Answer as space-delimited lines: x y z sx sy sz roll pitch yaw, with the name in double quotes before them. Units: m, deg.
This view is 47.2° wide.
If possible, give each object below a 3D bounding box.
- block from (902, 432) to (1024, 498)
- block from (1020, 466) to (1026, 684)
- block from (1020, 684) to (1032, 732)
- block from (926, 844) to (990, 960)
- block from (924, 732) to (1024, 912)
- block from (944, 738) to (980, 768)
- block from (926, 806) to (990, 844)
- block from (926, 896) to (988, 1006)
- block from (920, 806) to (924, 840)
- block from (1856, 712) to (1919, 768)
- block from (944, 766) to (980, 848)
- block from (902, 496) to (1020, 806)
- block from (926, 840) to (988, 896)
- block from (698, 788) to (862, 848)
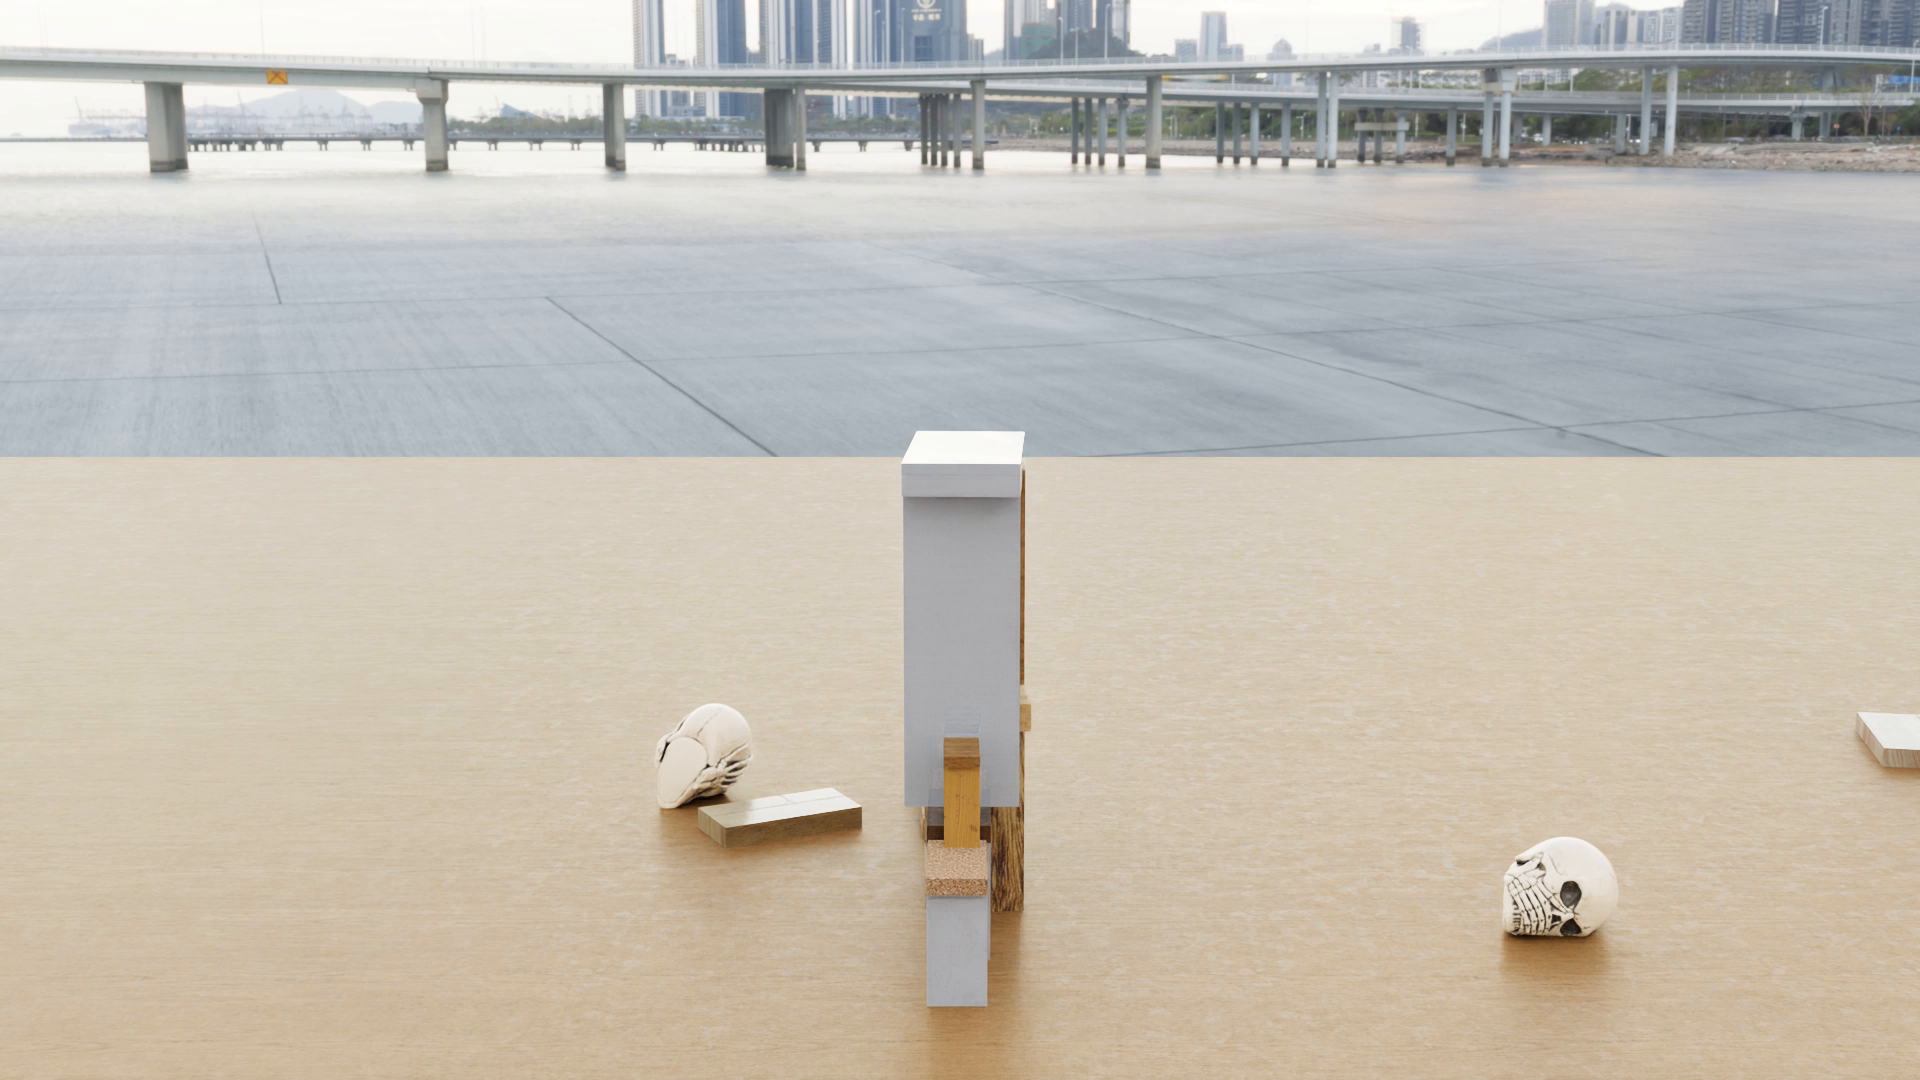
"block" 0.009 -0.121 3.451 0.178 0.050 0.355 0 11 3
"block" 0.017 0.058 3.598 0.178 0.355 0.050 0 11 1
"block" 0.023 0.254 3.634 0.157 0.044 0.314 -1 11 -4
"block" -0.002 0.547 3.370 0.097 0.194 0.027 0 11 0
"block" 0.023 0.448 3.572 0.157 0.314 0.044 -2 11 -9
"block" 0.002 0.318 3.297 0.054 0.015 0.107 0 11 -1
"block" -0.002 0.427 3.414 0.097 0.027 0.194 0 11 0
"block" -0.004 0.589 3.192 0.088 0.175 0.025 0 11 0
"block" -0.003 0.457 4.080 0.150 0.042 0.300 0 24 -4
"block" 1.942 0.412 4.525 0.134 0.038 0.284 2 11 11
"block" 0.003 0.394 3.275 0.054 0.128 0.015 0 11 0
"block" 0.003 0.166 3.389 0.178 0.493 0.050 0 11 0
"block" -0.004 0.480 3.231 0.088 0.025 0.175 0 11 0
"block" -0.328 0.506 4.017 0.267 0.038 0.134 -6 12 -28
